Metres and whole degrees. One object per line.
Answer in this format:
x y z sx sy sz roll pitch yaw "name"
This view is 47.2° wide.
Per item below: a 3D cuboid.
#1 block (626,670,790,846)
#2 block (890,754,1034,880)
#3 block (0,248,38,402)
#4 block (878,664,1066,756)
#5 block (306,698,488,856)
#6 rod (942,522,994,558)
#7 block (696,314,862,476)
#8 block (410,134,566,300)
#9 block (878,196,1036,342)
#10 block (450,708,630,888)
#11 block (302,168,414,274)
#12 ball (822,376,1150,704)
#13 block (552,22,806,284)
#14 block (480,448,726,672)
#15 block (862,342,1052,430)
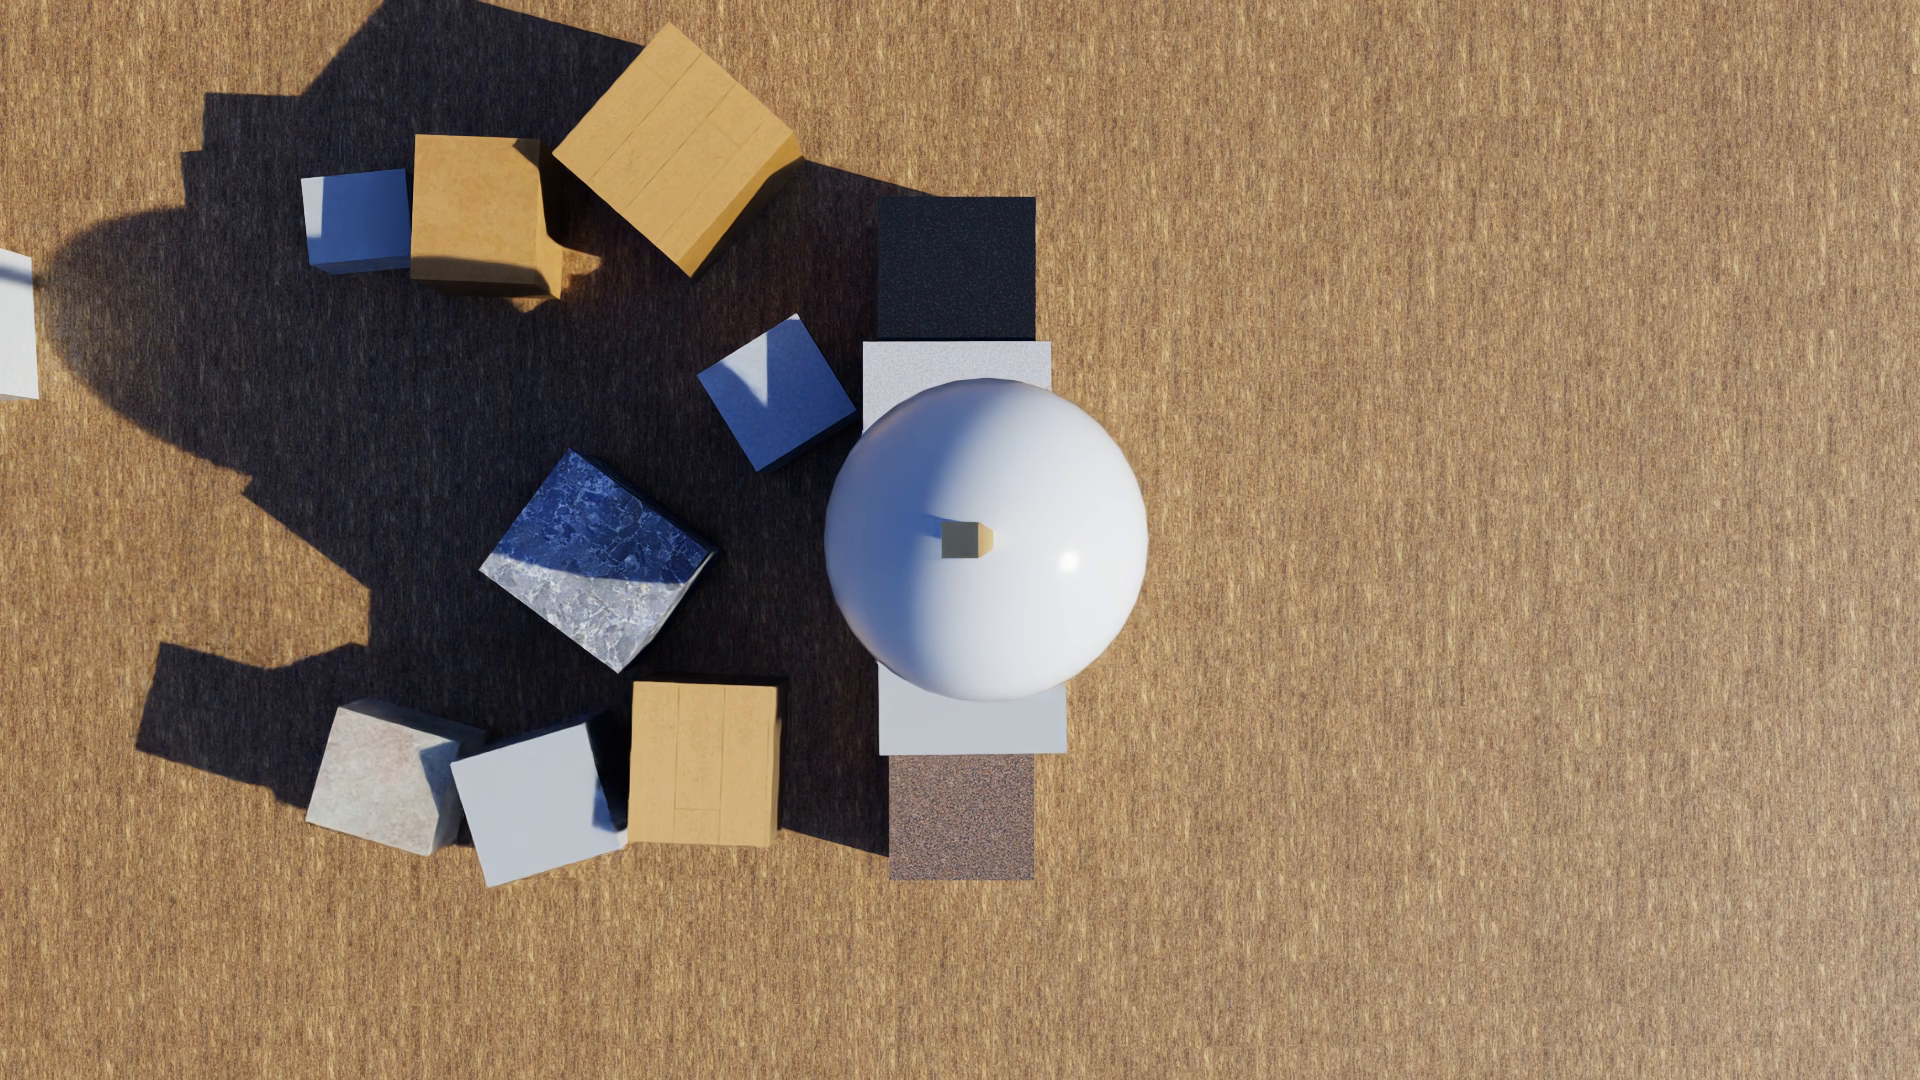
-1.418 1.229 12.530 0.782 0.940 0.878 2 90 0 "block"
0.009 1.525 12.589 0.803 0.821 0.719 0 90 0 "block"
-5.893 -1.228 12.630 0.849 0.741 0.839 -3 90 0 "block"
0.064 0.593 12.433 1.011 1.133 1.124 -1 90 0 "block"
-3.231 1.351 12.655 0.715 0.672 0.667 16 91 1 "block"
0.055 0.000 7.407 0.080 5.200 0.080 0 90 1 "rod"
-1.027 -0.827 12.660 0.659 0.679 0.638 -32 90 0 "block"
-2.690 -1.836 12.598 0.691 0.804 0.803 2 90 0 "block"
-0.018 -1.489 12.536 0.867 0.928 0.793 0 90 0 "block"
-2.339 1.461 12.577 0.776 0.778 0.724 -17 91 3 "block"
-3.434 -1.842 12.763 0.594 0.474 0.493 -6 90 0 "block"
0.127 0.000 10.806 1.600 1.600 1.600 0 90 0 "ball"
-1.577 -2.180 12.530 0.913 0.941 0.971 42 90 0 "block"
-2.019 0.115 12.557 0.957 0.887 0.834 37 90 0 "block"
-0.015 -0.533 12.507 1.028 0.987 1.103 0 90 0 "block"
